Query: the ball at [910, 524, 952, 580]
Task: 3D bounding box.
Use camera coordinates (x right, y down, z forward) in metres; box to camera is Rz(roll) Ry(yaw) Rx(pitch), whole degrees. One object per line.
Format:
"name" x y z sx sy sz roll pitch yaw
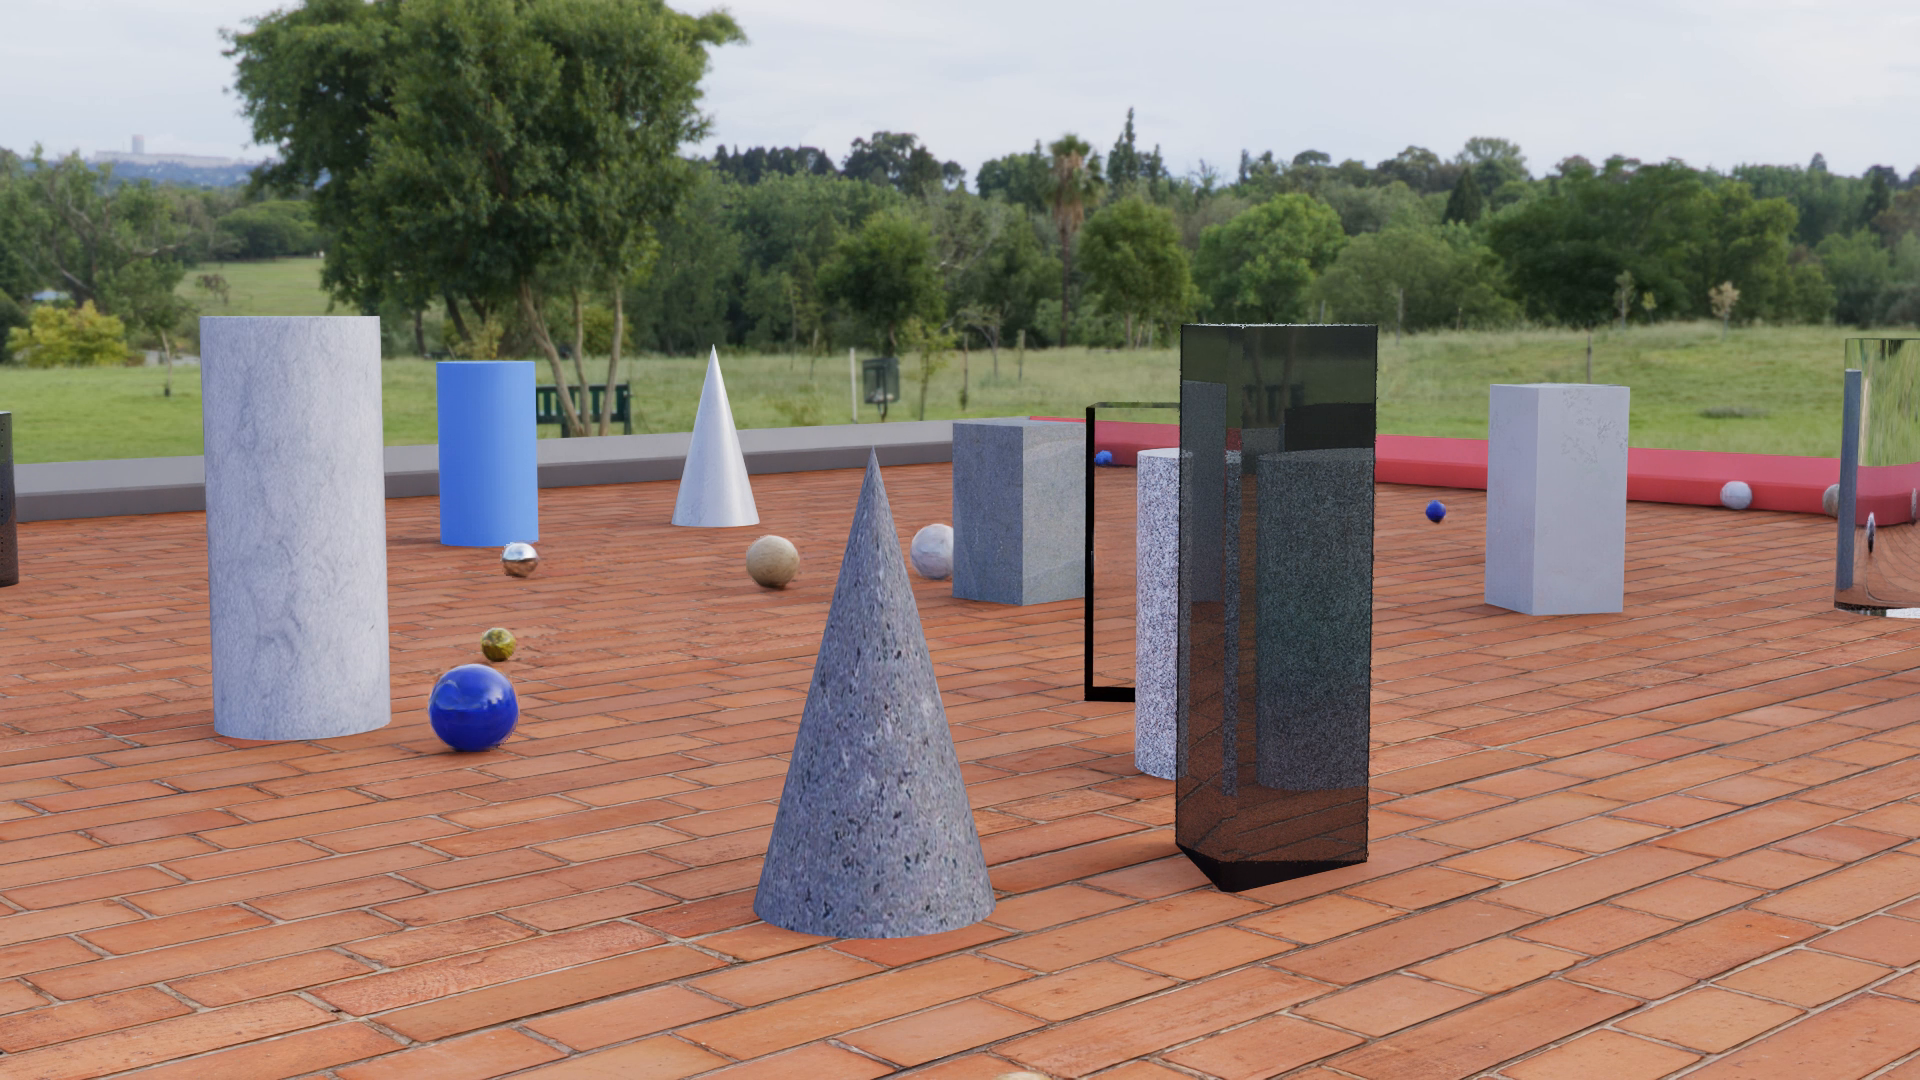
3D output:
"ball" -0.037 0.019 3.574 0.091 0.091 0.091 0 6 0

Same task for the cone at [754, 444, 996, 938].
"cone" -0.064 0.101 1.623 0.181 0.344 0.181 0 6 0

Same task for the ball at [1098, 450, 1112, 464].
"ball" 0.408 -0.233 6.168 0.042 0.042 0.042 0 6 0

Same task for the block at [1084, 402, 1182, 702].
"block" 0.223 0.011 2.524 0.145 0.331 0.145 1 6 9

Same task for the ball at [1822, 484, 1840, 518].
"ball" 1.844 -0.082 4.597 0.075 0.075 0.075 0 6 0

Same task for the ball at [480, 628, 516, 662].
"ball" -0.578 0.131 2.753 0.043 0.043 0.043 0 6 0

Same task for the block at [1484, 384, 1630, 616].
"block" 0.875 -0.063 3.232 0.145 0.327 0.145 -2 6 -14

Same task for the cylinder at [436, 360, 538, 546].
"cylinder" -0.889 -0.165 4.138 0.181 0.338 0.181 0 6 0

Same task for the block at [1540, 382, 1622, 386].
"block" 1.056 -0.120 3.866 0.145 0.306 0.145 6 8 42

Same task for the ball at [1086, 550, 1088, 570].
"ball" 0.160 0.030 3.484 0.088 0.088 0.088 0 6 0

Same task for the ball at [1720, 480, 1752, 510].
"ball" 1.690 -0.097 4.790 0.065 0.065 0.065 0 6 0

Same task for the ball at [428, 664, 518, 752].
"ball" -0.487 0.168 2.200 0.088 0.088 0.088 0 6 0

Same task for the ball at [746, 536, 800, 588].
"ball" -0.295 0.035 3.469 0.083 0.083 0.083 0 6 0

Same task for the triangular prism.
"triangular prism" 0.223 0.044 1.752 0.157 0.429 0.136 -5 8 -38

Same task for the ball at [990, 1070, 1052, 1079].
"ball" 0.031 0.298 1.099 0.063 0.063 0.063 0 6 0

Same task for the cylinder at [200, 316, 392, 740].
"cylinder" -0.701 -0.019 2.325 0.181 0.433 0.181 0 6 0

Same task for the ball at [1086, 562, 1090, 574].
"ball" 0.187 0.042 3.571 0.046 0.046 0.046 0 6 0

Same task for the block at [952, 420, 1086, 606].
"block" 0.091 -0.045 3.354 0.145 0.266 0.145 6 8 44

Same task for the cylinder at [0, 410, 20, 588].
"cylinder" -1.601 -0.065 3.497 0.181 0.274 0.181 0 6 0

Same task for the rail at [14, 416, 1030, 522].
"rail" -1.470 -0.139 4.917 4.606 0.118 0.045 -6 8 -42

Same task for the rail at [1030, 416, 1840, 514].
"rail" 1.675 -0.134 4.869 0.045 0.118 4.384 -6 8 -42

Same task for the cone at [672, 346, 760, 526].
"cone" -0.502 -0.218 4.500 0.181 0.366 0.181 0 6 0

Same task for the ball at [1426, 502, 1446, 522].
"ball" 0.980 -0.058 4.531 0.042 0.042 0.042 0 6 0

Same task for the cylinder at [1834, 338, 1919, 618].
"cylinder" 1.379 -0.094 3.205 0.181 0.395 0.181 0 6 0

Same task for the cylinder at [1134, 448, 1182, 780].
"cylinder" 0.260 0.068 2.120 0.181 0.303 0.181 0 6 0

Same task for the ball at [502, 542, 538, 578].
"ball" -0.721 0.033 3.605 0.058 0.058 0.058 0 6 0
